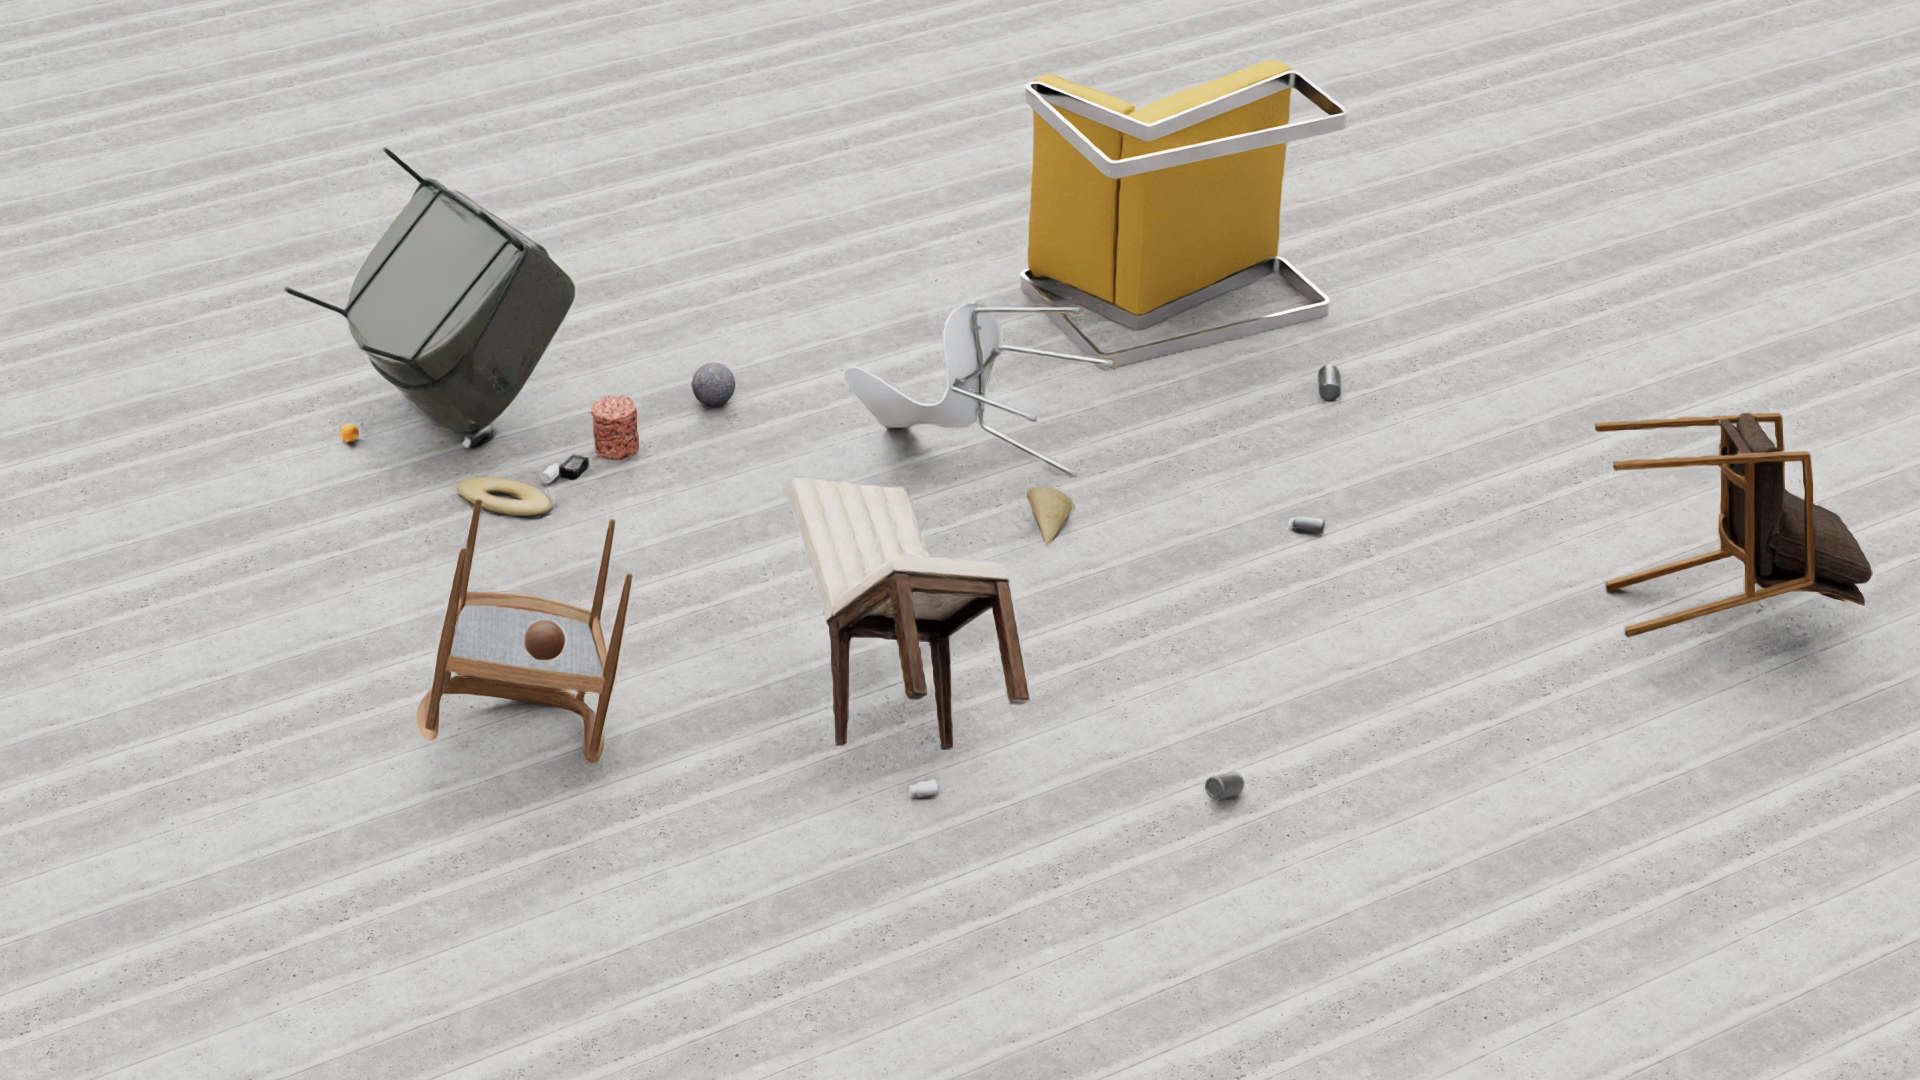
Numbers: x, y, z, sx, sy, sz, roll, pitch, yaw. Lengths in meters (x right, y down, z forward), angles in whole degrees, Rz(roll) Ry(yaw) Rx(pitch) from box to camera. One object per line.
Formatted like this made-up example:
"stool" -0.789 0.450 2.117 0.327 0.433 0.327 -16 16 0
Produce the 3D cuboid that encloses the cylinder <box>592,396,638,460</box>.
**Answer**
"cylinder" -1.346 -0.439 11.441 0.172 0.185 0.181 -3 33 -5

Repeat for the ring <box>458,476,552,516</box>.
"ring" -1.732 -0.167 11.151 0.412 0.053 0.193 15 35 22

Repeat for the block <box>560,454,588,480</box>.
"block" -1.491 -0.281 11.329 0.066 0.045 0.105 14 36 20

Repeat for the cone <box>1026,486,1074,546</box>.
"cone" 0.330 -0.061 10.964 0.204 0.140 0.215 29 49 -30

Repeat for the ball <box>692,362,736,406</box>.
"ball" -0.986 -0.624 11.731 0.175 0.175 0.175 0 33 0

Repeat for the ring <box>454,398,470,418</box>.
"ring" -1.984 -0.527 11.698 0.071 0.024 0.096 -23 50 11
